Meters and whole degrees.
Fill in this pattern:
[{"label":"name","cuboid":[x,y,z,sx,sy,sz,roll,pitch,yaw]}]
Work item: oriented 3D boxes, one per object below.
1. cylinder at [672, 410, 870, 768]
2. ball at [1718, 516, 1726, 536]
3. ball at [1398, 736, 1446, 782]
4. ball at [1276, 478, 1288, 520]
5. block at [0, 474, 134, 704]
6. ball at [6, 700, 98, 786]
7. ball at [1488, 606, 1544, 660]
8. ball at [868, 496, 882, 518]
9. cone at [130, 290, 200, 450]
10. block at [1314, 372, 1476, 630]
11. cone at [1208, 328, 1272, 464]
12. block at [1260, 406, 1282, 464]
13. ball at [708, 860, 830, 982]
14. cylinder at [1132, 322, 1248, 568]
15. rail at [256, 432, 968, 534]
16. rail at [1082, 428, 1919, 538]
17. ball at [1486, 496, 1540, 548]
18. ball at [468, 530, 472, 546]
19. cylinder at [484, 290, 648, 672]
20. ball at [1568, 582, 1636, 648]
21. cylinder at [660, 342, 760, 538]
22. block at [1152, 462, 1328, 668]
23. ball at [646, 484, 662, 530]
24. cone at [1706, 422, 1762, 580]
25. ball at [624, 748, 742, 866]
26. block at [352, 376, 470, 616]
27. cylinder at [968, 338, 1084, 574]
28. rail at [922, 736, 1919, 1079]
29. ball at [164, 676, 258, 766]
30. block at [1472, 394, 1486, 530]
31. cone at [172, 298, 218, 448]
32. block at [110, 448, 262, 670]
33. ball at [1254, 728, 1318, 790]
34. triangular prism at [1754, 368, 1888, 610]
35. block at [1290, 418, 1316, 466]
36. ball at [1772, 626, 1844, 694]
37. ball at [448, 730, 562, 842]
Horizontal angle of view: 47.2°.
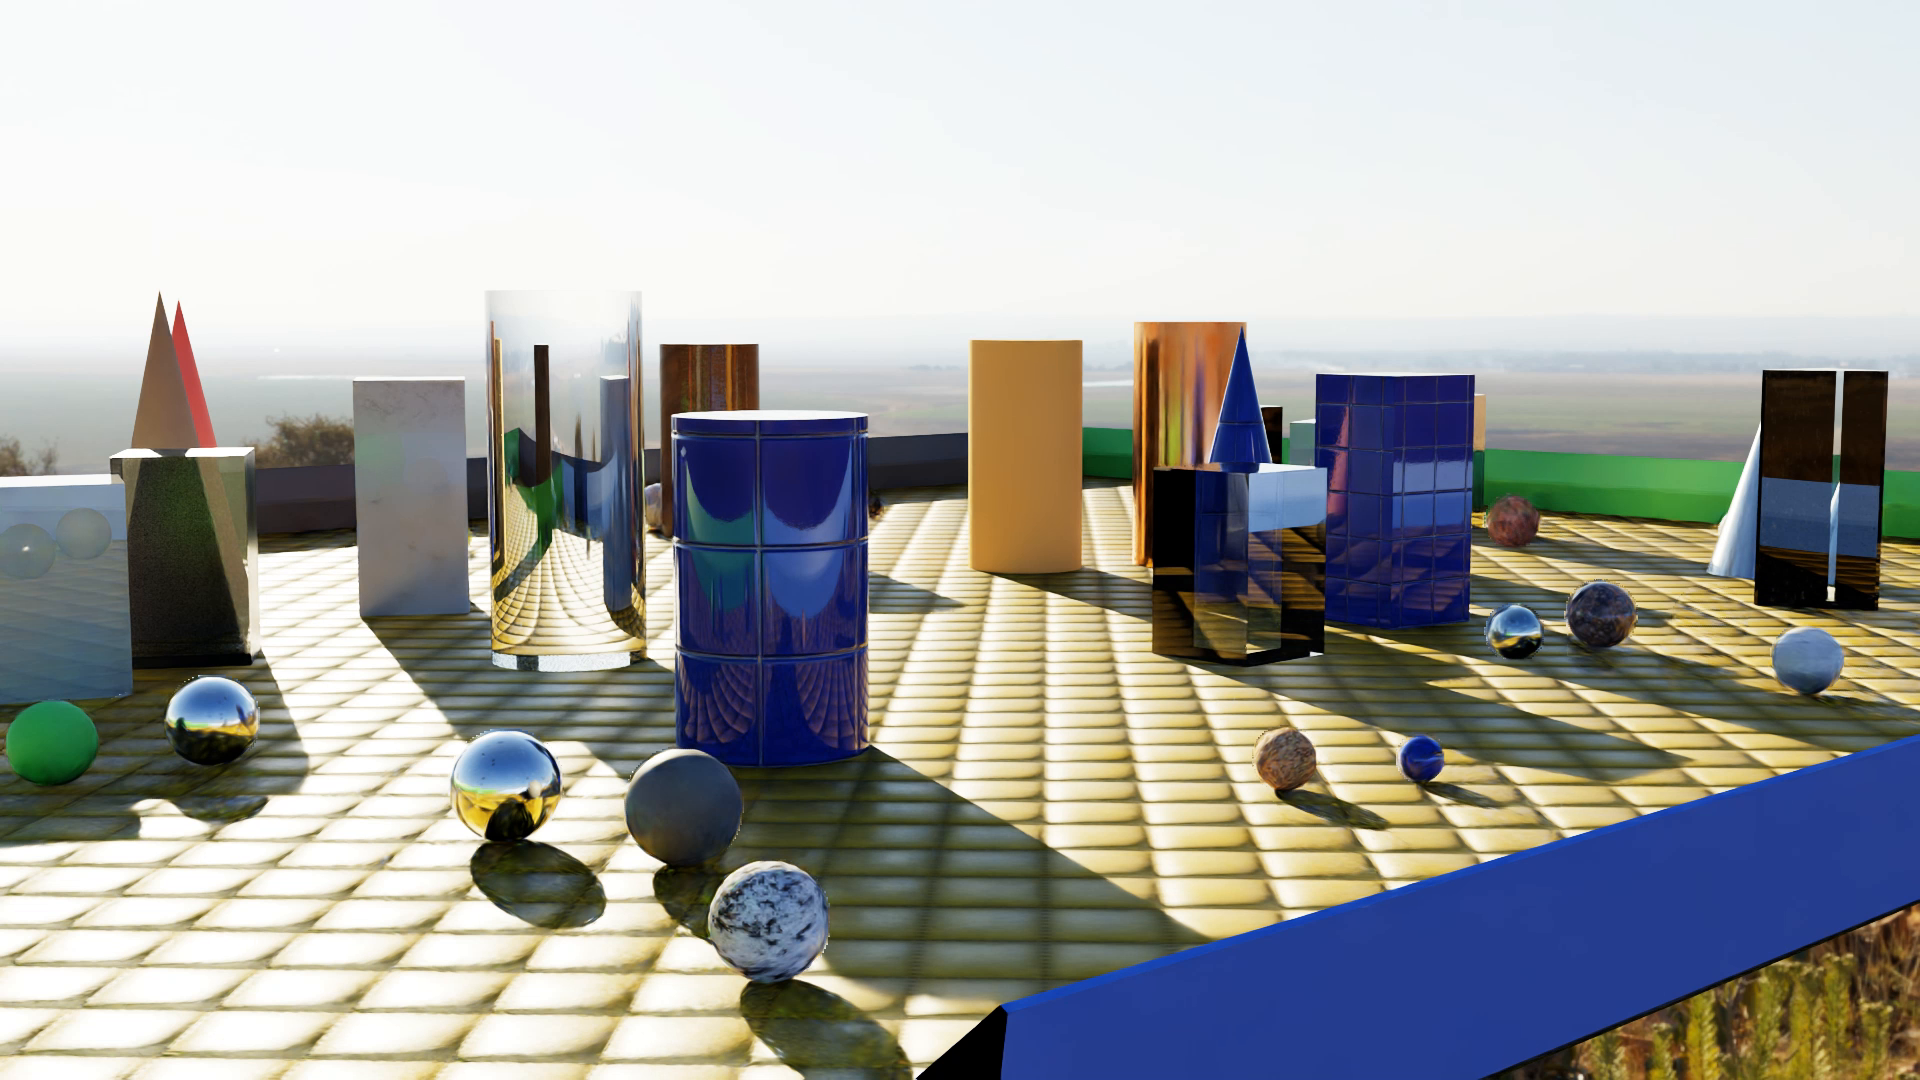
[{"label":"cylinder","cuboid":[-0.191,0.043,2.229,0.197,0.340,0.197,0,6,0]},{"label":"ball","cuboid":[1.402,-0.010,3.928,0.094,0.094,0.094,0,6,0]},{"label":"ball","cuboid":[0.437,0.207,2.084,0.043,0.043,0.043,0,6,0]},{"label":"ball","cuboid":[0.670,-0.085,4.644,0.093,0.093,0.093,0,6,0]},{"label":"block","cuboid":[-1.062,0.054,2.576,0.158,0.247,0.158,-3,6,-23]},{"label":"ball","cuboid":[-0.852,0.191,2.065,0.081,0.081,0.081,0,6,0]},{"label":"ball","cuboid":[0.709,0.119,2.807,0.069,0.069,0.069,0,6,0]},{"label":"ball","cuboid":[-0.191,-0.070,4.725,0.047,0.047,0.047,0,6,0]},{"label":"cone","cuboid":[-1.122,-0.117,3.108,0.197,0.476,0.197,0,6,0]},{"label":"block","cuboid":[0.622,-0.061,3.163,0.158,0.354,0.158,-4,7,-34]},{"label":"cone","cuboid":[0.443,-0.129,3.475,0.197,0.423,0.197,0,6,0]},{"label":"block","cuboid":[0.522,-0.136,4.338,0.158,0.257,0.158,-4,7,-37]},{"label":"ball","cuboid":[-0.127,0.254,1.463,0.080,0.080,0.080,0,6,0]},{"label":"cylinder","cuboid":[0.403,-0.171,3.869,0.197,0.425,0.197,0,6,0]},{"label":"rail","cuboid":[-1.159,-0.097,4.581,4.092,0.128,0.045,-5,8,-42]},{"label":"rail","cuboid":[1.486,-0.109,4.696,0.045,0.128,3.466,-5,8,-42]},{"label":"ball","cuboid":[1.043,-0.035,4.143,0.097,0.097,0.097,0,6,0]},{"label":"ball","cuboid":[-0.928,-0.003,4.066,0.051,0.051,0.051,0,6,0]},{"label":"cylinder","cuboid":[-0.500,-0.081,2.795,0.197,0.469,0.197,0,6,0]},{"label":"ball","cuboid":[0.848,0.099,2.906,0.088,0.088,0.088,0,6,0]},{"label":"cylinder","cuboid":[-0.496,-0.200,4.366,0.197,0.379,0.197,0,6,0]},{"label":"block","cuboid":[0.362,0.027,2.849,0.158,0.243,0.158,-6,8,-43]},{"label":"ball","cuboid":[-0.613,-0.068,4.477,0.094,0.094,0.094,0,6,0]},{"label":"cone","cuboid":[1.372,-0.104,3.719,0.197,0.323,0.197,0,6,0]},{"label":"ball","cuboid":[-0.222,0.215,1.768,0.094,0.094,0.094,0,6,0]},{"label":"block","cuboid":[-0.817,-0.069,3.285,0.158,0.344,0.158,-1,6,-12]},{"label":"cylinder","cuboid":[0.113,-0.149,3.810,0.197,0.394,0.197,0,6,0]},{"label":"rail","cuboid":[1.159,0.164,2.082,4.092,0.128,0.045,-5,8,-42]},{"label":"ball","cuboid":[-0.733,0.178,2.154,0.088,0.088,0.088,0,6,0]},{"label":"block","cuboid":[0.964,-0.160,4.500,0.158,0.273,0.158,5,8,40]},{"label":"cone","cuboid":[-1.208,-0.144,3.422,0.197,0.465,0.197,0,6,0]},{"label":"block","cuboid":[-0.987,0.020,2.812,0.158,0.265,0.158,-1,6,-13]},{"label":"ball","cuboid":[0.303,0.204,2.046,0.058,0.058,0.058,0,6,0]},{"label":"triangular prism","cuboid":[1.309,-0.082,3.351,0.171,0.356,0.148,2,6,20]},{"label":"block","cuboid":[0.681,-0.084,3.877,0.158,0.250,0.158,3,7,27]},{"label":"ball","cuboid":[0.986,0.140,2.559,0.079,0.079,0.079,0,6,0]},{"label":"ball","cuboid":[-0.381,0.207,1.847,0.094,0.094,0.094,0,6,0]}]
